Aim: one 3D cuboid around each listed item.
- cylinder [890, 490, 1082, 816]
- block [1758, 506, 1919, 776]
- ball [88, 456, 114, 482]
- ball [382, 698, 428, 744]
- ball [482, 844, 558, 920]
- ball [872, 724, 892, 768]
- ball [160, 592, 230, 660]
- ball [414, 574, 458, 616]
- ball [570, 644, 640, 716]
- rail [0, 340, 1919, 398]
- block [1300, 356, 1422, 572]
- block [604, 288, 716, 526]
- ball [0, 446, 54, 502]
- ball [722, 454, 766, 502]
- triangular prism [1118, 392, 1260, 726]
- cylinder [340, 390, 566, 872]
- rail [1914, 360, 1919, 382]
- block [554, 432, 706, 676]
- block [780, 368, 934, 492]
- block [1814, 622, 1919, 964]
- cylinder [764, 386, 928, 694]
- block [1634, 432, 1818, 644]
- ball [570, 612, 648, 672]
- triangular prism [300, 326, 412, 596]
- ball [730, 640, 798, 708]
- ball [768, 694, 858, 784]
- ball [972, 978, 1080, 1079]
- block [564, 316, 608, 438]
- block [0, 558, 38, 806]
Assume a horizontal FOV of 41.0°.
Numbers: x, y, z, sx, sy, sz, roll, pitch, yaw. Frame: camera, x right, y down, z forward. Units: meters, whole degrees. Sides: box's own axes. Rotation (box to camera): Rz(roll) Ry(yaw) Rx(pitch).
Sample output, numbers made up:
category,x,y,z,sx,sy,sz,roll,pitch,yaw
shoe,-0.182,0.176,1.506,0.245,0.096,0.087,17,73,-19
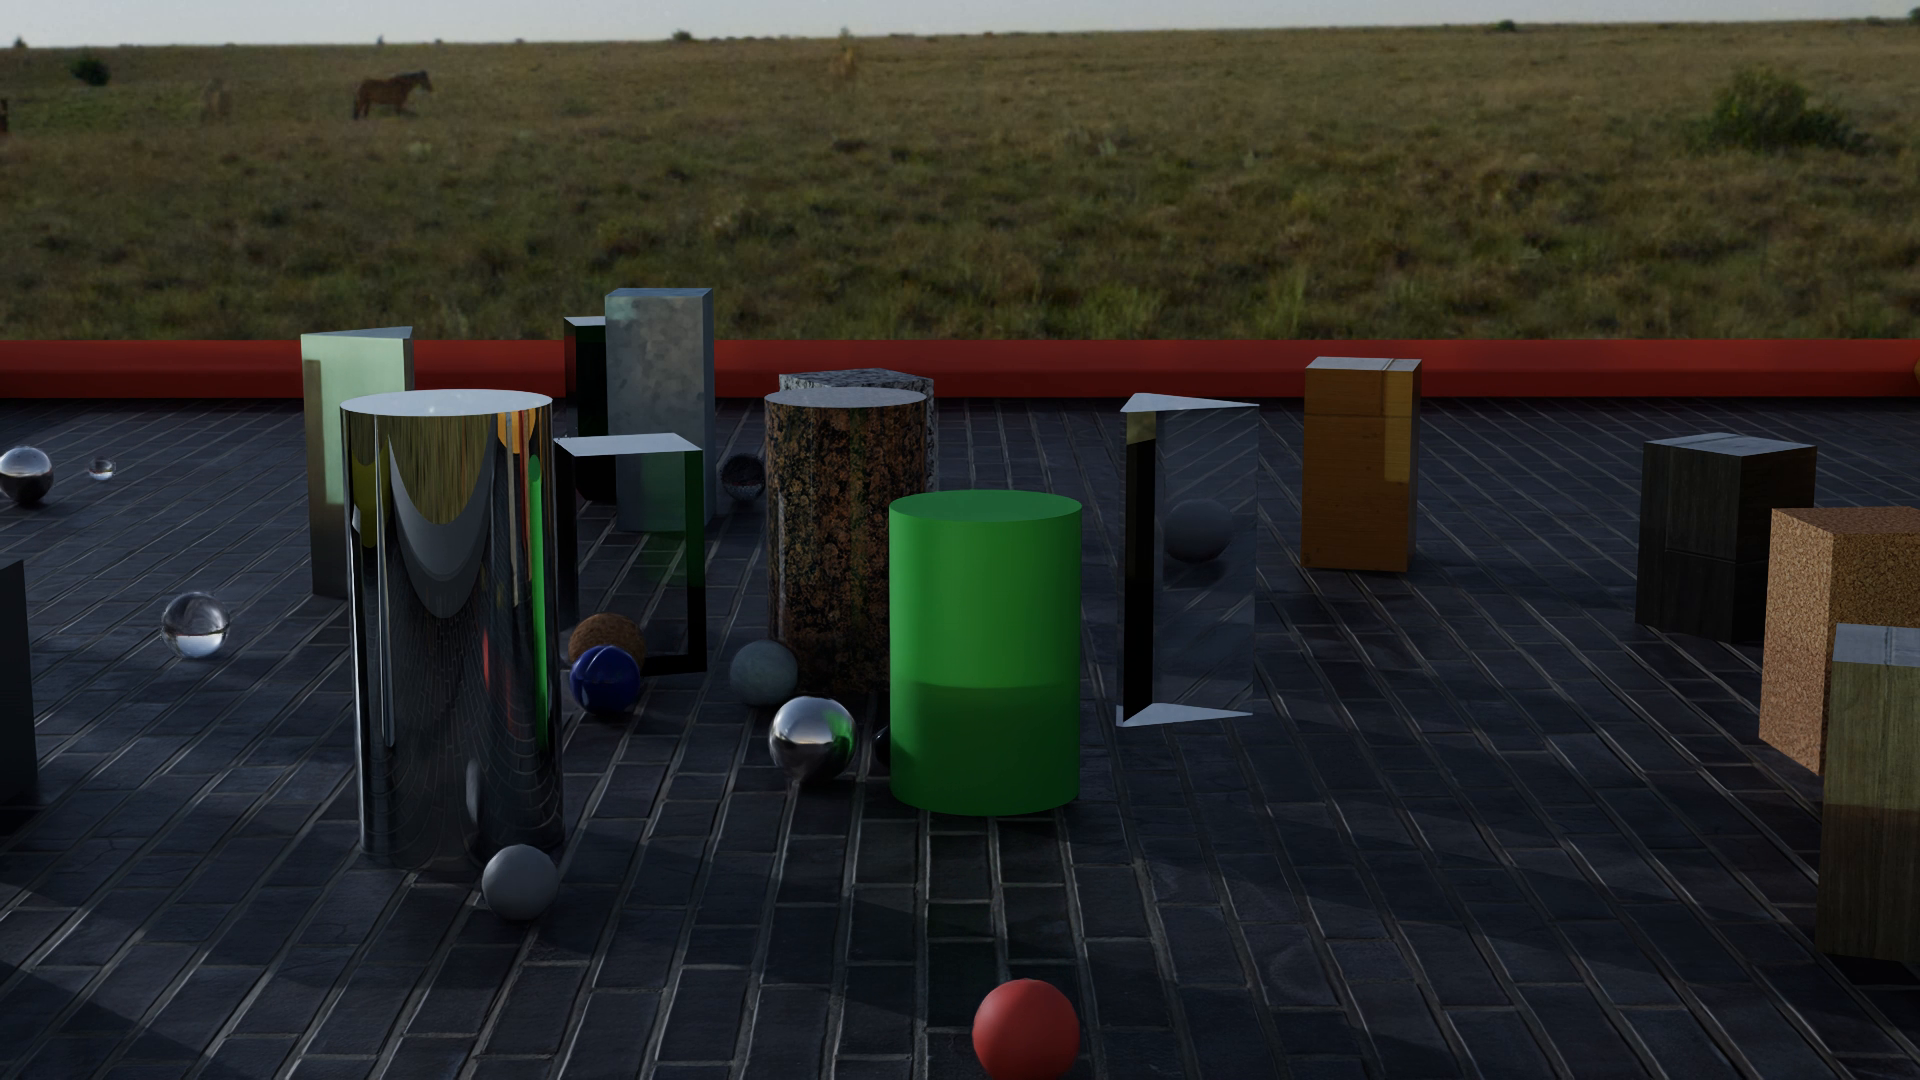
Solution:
category,x,y,z,sx,sy,sz,roll,pitch,yaw
cylinder,0.025,0.109,2.581,0.192,0.293,0.192,0,11,0
block,0.958,0.104,2.716,0.154,0.254,0.154,-1,11,-6
ball,-1.516,-0.125,4.527,0.043,0.043,0.043,0,11,0
ball,-0.601,0.196,2.782,0.049,0.049,0.049,0,11,0
ball,-0.378,0.295,2.207,0.065,0.065,0.065,0,11,0
ball,-0.068,0.216,2.682,0.046,0.046,0.046,0,11,0
ball,-0.946,0.106,3.173,0.083,0.083,0.083,0,11,0
ball,-0.699,0.073,3.422,0.055,0.055,0.055,0,11,0
ball,-0.401,0.158,2.897,0.080,0.080,0.080,0,11,0
rail,-0.013,-0.374,5.634,4.300,0.125,0.045,0,11,0
block,0.592,-0.115,3.785,0.154,0.292,0.154,3,11,14
block,-0.480,-0.217,4.137,0.154,0.365,0.154,0,11,1
ball,-1.569,-0.110,4.302,0.094,0.094,0.094,0,11,0
ball,-0.362,-0.104,4.315,0.078,0.078,0.078,0,11,0
triangular prism,0.230,0.017,2.915,0.166,0.353,0.144,-4,11,-20
cylinder,-0.472,0.079,2.397,0.192,0.419,0.192,0,11,0
rail,2.126,0.030,3.461,0.045,0.125,4.491,0,11,0
block,-0.404,0.017,3.133,0.154,0.271,0.154,-4,11,-19
block,-0.140,-0.067,3.481,0.154,0.310,0.154,-6,12,-30
block,0.807,0.212,2.152,0.154,0.248,0.154,4,11,20
cylinder,-0.135,-0.003,3.063,0.192,0.338,0.192,0,11,0
block,0.997,-0.006,3.342,0.154,0.241,0.154,-8,13,-35
ball,-0.414,0.131,3.017,0.091,0.091,0.091,0,11,0
triangular prism,-0.798,-0.110,3.574,0.166,0.361,0.144,4,11,19
ball,-0.224,0.153,2.934,0.078,0.078,0.078,0,11,0
ball,-0.151,0.203,2.624,0.092,0.092,0.092,0,11,0
ball,0.048,0.355,1.847,0.078,0.078,0.078,0,11,0
block,-0.596,-0.236,4.446,0.154,0.290,0.154,-3,11,-16
block,-1.030,0.146,2.552,0.154,0.231,0.154,0,11,1
